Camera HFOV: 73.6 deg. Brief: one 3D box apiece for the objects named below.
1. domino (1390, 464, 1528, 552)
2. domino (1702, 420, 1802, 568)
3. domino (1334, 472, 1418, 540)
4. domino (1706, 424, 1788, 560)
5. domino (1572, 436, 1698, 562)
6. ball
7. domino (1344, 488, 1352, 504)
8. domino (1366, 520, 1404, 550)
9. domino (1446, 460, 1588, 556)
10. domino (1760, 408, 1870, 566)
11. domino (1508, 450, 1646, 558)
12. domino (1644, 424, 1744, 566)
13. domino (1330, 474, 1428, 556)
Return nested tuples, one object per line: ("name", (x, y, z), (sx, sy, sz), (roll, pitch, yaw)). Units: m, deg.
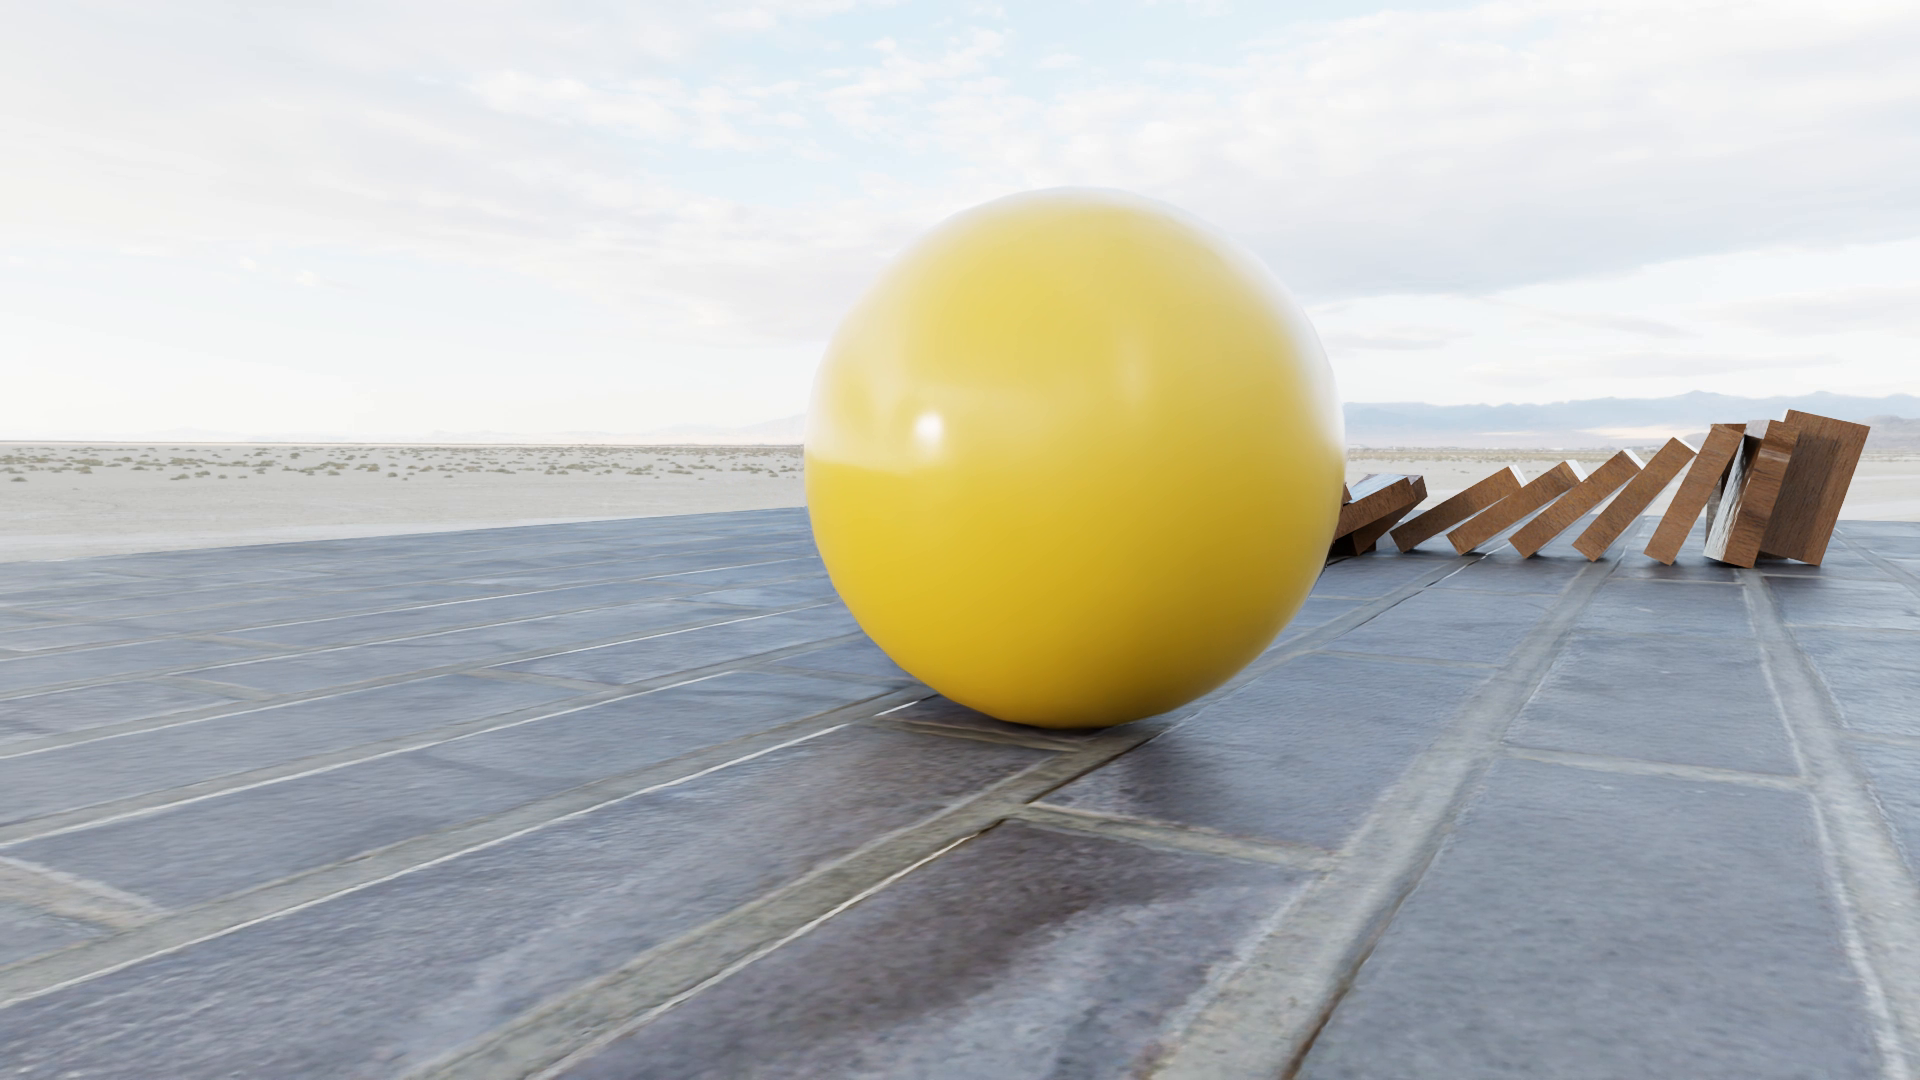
("domino", (0.194, -0.012, 0.500), (0.050, 0.009, 0.025), (-34, -13, 27))
("domino", (0.275, -0.016, 0.447), (0.009, 0.050, 0.025), (16, 9, 15))
("domino", (0.143, -0.009, 0.483), (0.050, 0.009, 0.025), (-26, 6, 1))
("domino", (0.294, -0.018, 0.477), (0.025, 0.050, 0.009), (0, 4, 3))
("domino", (0.245, -0.015, 0.464), (0.009, 0.050, 0.025), (45, 25, 22))
("ball", (0.016, -0.012, 0.193), (0.080, 0.080, 0.080), (0, 4, 0))
("domino", (0.120, -0.009, 0.484), (0.050, 0.009, 0.025), (-26, 4, 1))
("domino", (0.168, -0.002, 0.538), (0.025, 0.009, 0.050), (3, 5, 31))
("domino", (0.212, -0.012, 0.487), (0.050, 0.009, 0.025), (-38, -17, 29))
("domino", (0.296, -0.019, 0.452), (0.025, 0.050, 0.009), (18, 11, 23))
("domino", (0.229, -0.013, 0.475), (0.050, 0.010, 0.025), (-46, -20, 27))
("domino", (0.260, -0.016, 0.454), (0.009, 0.050, 0.025), (29, 18, 27))
("domino", (0.160, -0.011, 0.508), (0.050, 0.009, 0.025), (-33, 22, -31))
